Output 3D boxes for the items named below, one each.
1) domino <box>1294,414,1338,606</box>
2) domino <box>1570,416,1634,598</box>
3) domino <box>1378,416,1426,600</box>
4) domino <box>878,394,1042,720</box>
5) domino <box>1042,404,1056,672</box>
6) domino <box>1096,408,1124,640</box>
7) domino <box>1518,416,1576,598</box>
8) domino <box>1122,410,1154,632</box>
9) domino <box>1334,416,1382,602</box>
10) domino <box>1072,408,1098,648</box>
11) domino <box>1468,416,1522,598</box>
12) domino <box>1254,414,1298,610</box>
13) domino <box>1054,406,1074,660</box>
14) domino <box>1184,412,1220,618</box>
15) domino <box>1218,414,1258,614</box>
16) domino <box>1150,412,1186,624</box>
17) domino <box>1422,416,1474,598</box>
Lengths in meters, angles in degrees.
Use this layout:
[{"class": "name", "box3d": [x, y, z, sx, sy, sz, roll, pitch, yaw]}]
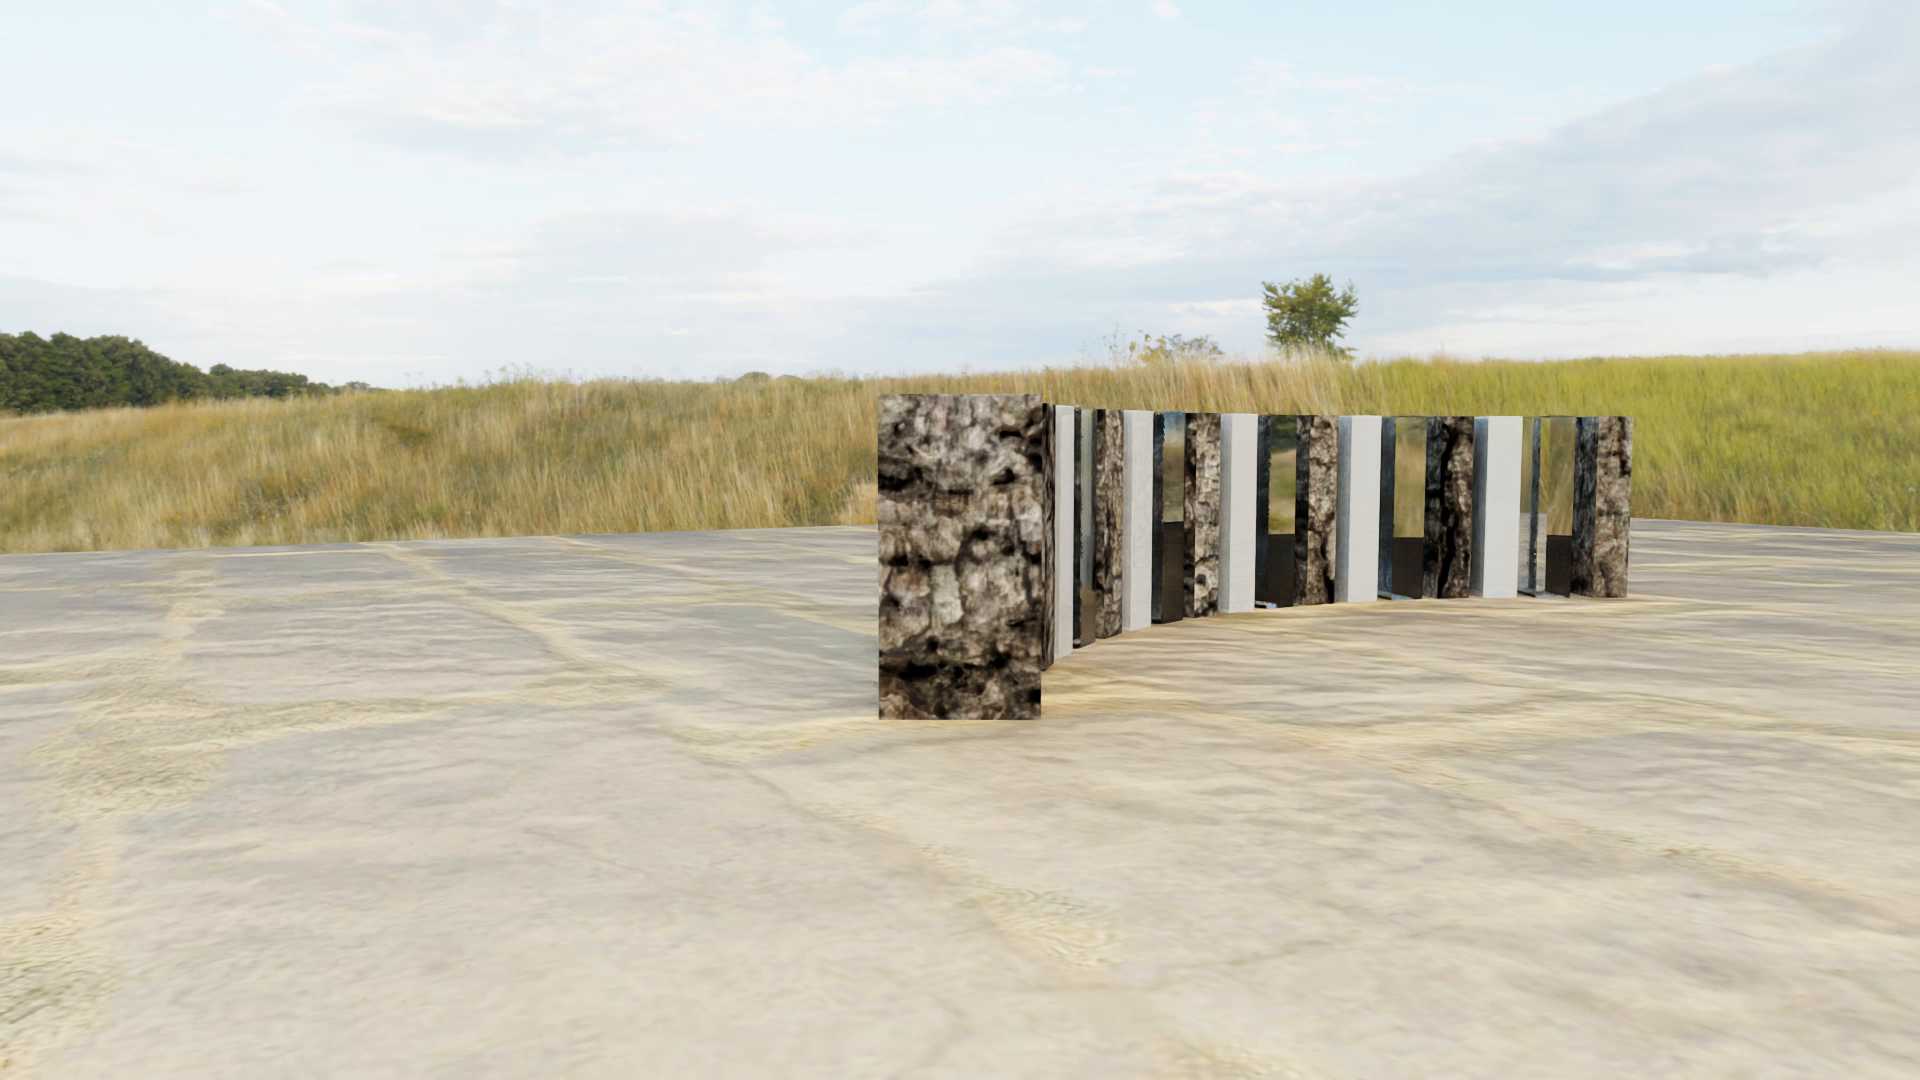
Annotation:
[{"class": "domino", "box3d": [0.090, -0.009, 0.350, 0.009, 0.050, 0.025, -2, 5, -26]}, {"class": "domino", "box3d": [0.180, -0.010, 0.366, 0.010, 0.050, 0.025, 0, 4, -1]}, {"class": "domino", "box3d": [0.119, -0.009, 0.360, 0.010, 0.050, 0.025, -1, 4, -16]}, {"class": "domino", "box3d": [0.000, 0.002, 0.201, 0.025, 0.050, 0.009, 0, 4, 0]}, {"class": "domino", "box3d": [0.005, -0.001, 0.246, 0.025, 0.050, 0.009, 1, 4, 15]}, {"class": "domino", "box3d": [0.023, -0.004, 0.288, 0.025, 0.050, 0.009, 3, 5, 31]}, {"class": "domino", "box3d": [0.164, -0.010, 0.366, 0.009, 0.050, 0.025, 0, 4, 1]}, {"class": "domino", "box3d": [0.032, -0.005, 0.301, 0.025, 0.050, 0.009, 3, 5, 37]}, {"class": "domino", "box3d": [0.104, -0.009, 0.356, 0.010, 0.050, 0.025, -2, 5, -21]}, {"class": "domino", "box3d": [0.016, -0.003, 0.275, 0.025, 0.050, 0.009, 2, 5, 26]}, {"class": "domino", "box3d": [0.149, -0.010, 0.366, 0.009, 0.050, 0.025, 0, 4, -3]}, {"class": "domino", "box3d": [0.077, -0.008, 0.342, 0.009, 0.050, 0.025, -3, 5, -32]}, {"class": "domino", "box3d": [0.010, -0.002, 0.261, 0.025, 0.050, 0.009, 2, 5, 20]}, {"class": "domino", "box3d": [0.052, -0.007, 0.324, 0.010, 0.050, 0.025, -4, 6, -42]}, {"class": "domino", "box3d": [0.064, -0.007, 0.333, 0.009, 0.050, 0.025, -3, 5, -37]}, {"class": "domino", "box3d": [0.041, -0.006, 0.313, 0.025, 0.050, 0.009, 4, 6, 42]}, {"class": "domino", "box3d": [0.134, -0.010, 0.364, 0.009, 0.050, 0.025, -1, 4, -10]}]
